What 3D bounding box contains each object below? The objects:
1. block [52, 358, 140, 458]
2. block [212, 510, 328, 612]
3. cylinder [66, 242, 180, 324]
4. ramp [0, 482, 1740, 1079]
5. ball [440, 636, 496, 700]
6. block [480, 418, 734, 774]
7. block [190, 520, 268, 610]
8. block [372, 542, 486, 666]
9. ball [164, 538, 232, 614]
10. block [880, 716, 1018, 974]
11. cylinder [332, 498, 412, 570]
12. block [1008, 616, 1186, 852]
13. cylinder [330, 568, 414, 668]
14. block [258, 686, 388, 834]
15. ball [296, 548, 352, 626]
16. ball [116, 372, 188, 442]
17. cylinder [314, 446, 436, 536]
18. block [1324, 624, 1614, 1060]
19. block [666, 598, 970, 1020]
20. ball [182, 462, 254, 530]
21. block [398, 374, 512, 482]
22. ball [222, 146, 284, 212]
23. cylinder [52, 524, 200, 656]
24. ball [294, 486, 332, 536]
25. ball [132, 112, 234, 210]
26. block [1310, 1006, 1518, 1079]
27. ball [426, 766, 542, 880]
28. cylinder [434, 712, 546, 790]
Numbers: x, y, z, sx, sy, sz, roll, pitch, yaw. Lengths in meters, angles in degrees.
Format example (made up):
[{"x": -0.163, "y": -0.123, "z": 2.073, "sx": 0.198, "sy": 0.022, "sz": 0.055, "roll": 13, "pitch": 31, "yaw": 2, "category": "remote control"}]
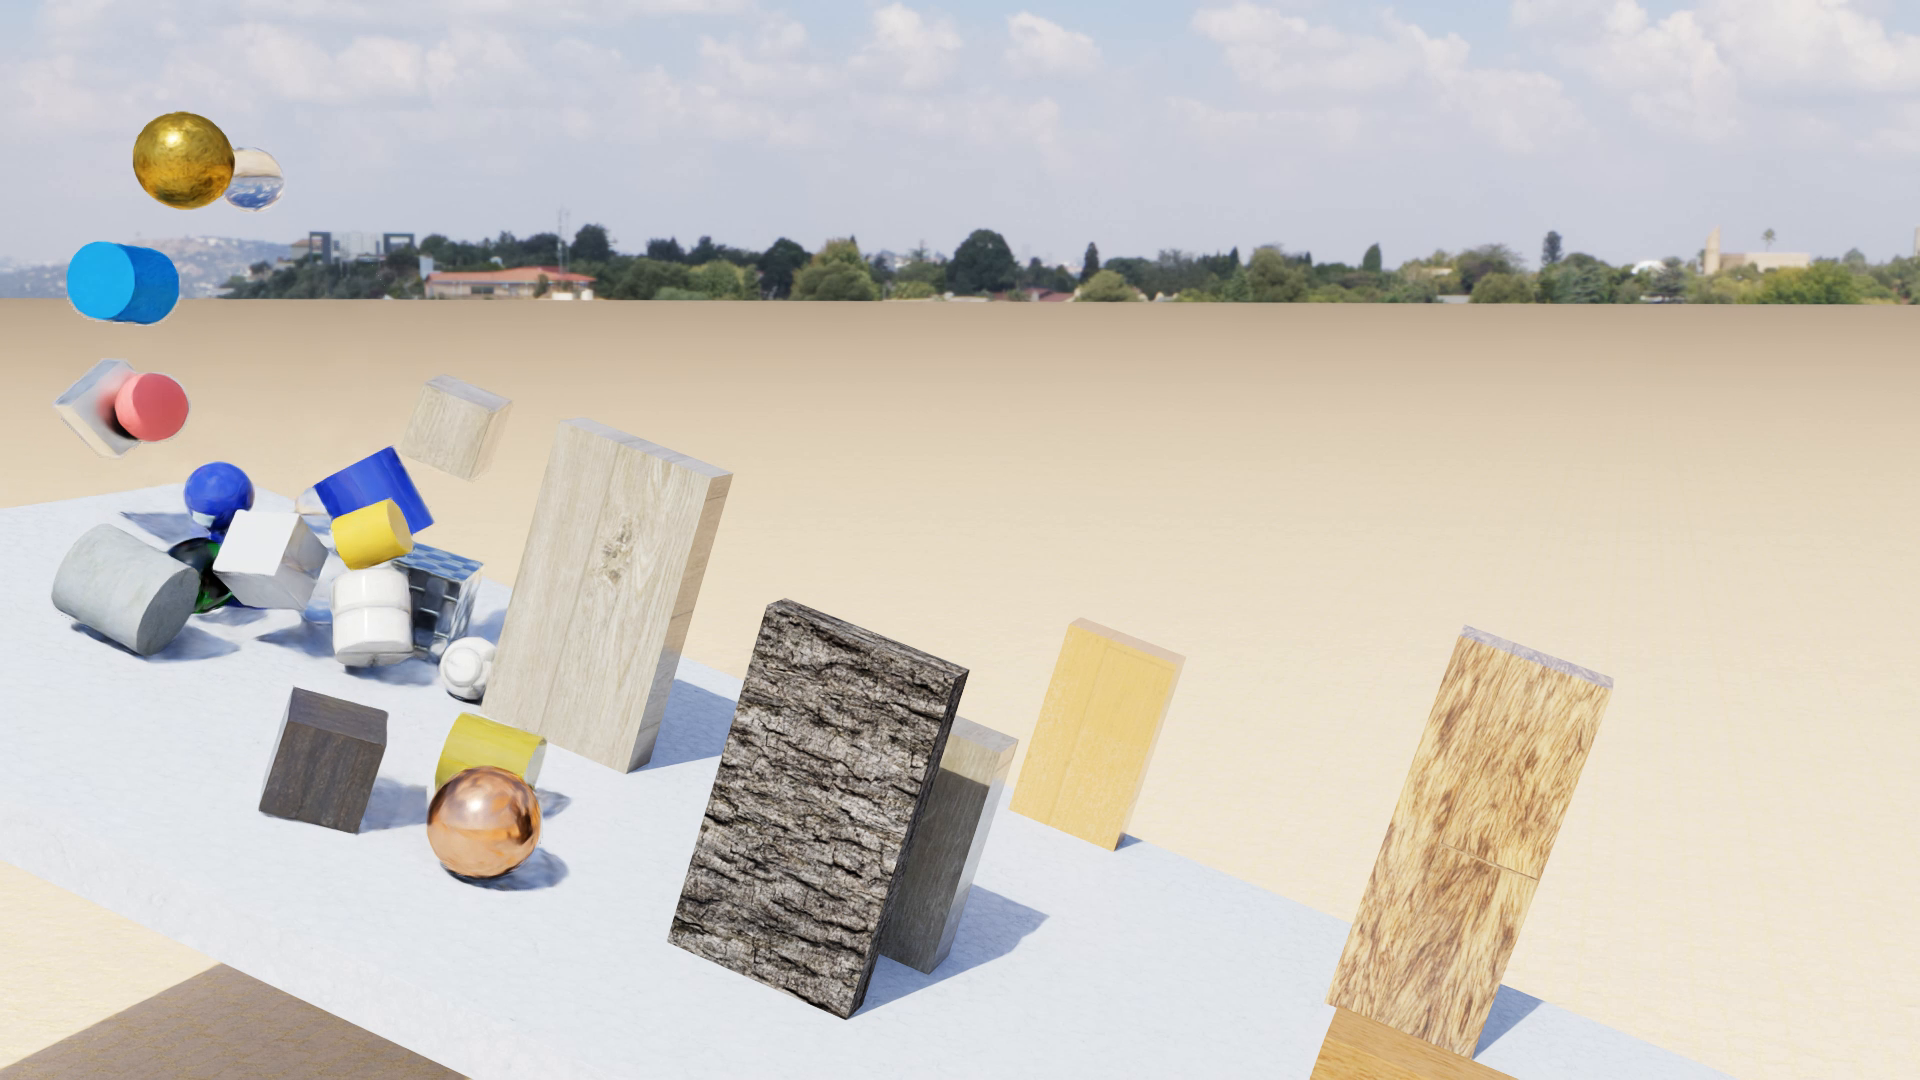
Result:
[{"x": -1.856, "y": -0.289, "z": 4.812, "sx": 0.151, "sy": 0.151, "sz": 0.151, "roll": -48, "pitch": 29, "yaw": -22, "category": "block"}, {"x": -1.395, "y": 0.042, "z": 4.455, "sx": 0.142, "sy": 0.142, "sz": 0.142, "roll": 4, "pitch": -31, "yaw": 15, "category": "block"}, {"x": -1.698, "y": -0.522, "z": 4.465, "sx": 0.155, "sy": 0.155, "sz": 0.155, "roll": 2, "pitch": 3, "yaw": 13, "category": "cylinder"}, {"x": -0.357, "y": 0.674, "z": 4.226, "sx": 4.000, "sy": 0.100, "sz": 2.000, "roll": 20, "pitch": 12, "yaw": 14, "category": "ramp"}, {"x": -1.017, "y": 0.267, "z": 4.577, "sx": 0.130, "sy": 0.130, "sz": 0.130, "roll": 0, "pitch": 7, "yaw": 0, "category": "ball"}, {"x": -0.722, "y": 0.111, "z": 4.471, "sx": 0.345, "sy": 0.638, "sz": 0.113, "roll": 20, "pitch": 12, "yaw": 14, "category": "block"}, {"x": -1.570, "y": 0.045, "z": 4.739, "sx": 0.152, "sy": 0.152, "sz": 0.152, "roll": 9, "pitch": 14, "yaw": -34, "category": "block"}, {"x": -1.178, "y": 0.133, "z": 4.805, "sx": 0.193, "sy": 0.193, "sz": 0.193, "roll": 17, "pitch": 12, "yaw": -1, "category": "block"}, {"x": -1.580, "y": 0.074, "z": 4.558, "sx": 0.159, "sy": 0.159, "sz": 0.159, "roll": 0, "pitch": 7, "yaw": 0, "category": "ball"}, {"x": -0.096, "y": 0.524, "z": 3.980, "sx": 0.266, "sy": 0.434, "sz": 0.120, "roll": 20, "pitch": 12, "yaw": 14, "category": "block"}, {"x": -1.212, "y": -0.009, "z": 4.534, "sx": 0.120, "sy": 0.120, "sz": 0.120, "roll": -20, "pitch": 6, "yaw": 3, "category": "cylinder"}, {"x": 0.307, "y": 0.434, "z": 4.932, "sx": 0.256, "sy": 0.452, "sz": 0.105, "roll": 20, "pitch": 12, "yaw": 14, "category": "block"}, {"x": -1.210, "y": 0.160, "z": 4.525, "sx": 0.158, "sy": 0.158, "sz": 0.158, "roll": -8, "pitch": -21, "yaw": -3, "category": "cylinder"}, {"x": -1.101, "y": 0.381, "z": 3.810, "sx": 0.169, "sy": 0.169, "sz": 0.169, "roll": 18, "pitch": 11, "yaw": -18, "category": "block"}, {"x": -1.362, "y": 0.101, "z": 4.742, "sx": 0.169, "sy": 0.169, "sz": 0.169, "roll": 0, "pitch": 7, "yaw": 0, "category": "ball"}, {"x": -1.733, "y": -0.285, "z": 4.717, "sx": 0.147, "sy": 0.147, "sz": 0.147, "roll": 0, "pitch": 7, "yaw": 0, "category": "ball"}, {"x": -1.246, "y": -0.075, "z": 4.681, "sx": 0.187, "sy": 0.187, "sz": 0.187, "roll": -27, "pitch": 7, "yaw": 4, "category": "cylinder"}, {"x": 1.002, "y": 0.598, "z": 4.346, "sx": 0.302, "sy": 0.795, "sz": 0.139, "roll": 20, "pitch": 12, "yaw": 14, "category": "block"}, {"x": -0.241, "y": 0.448, "z": 3.670, "sx": 0.340, "sy": 0.617, "sz": 0.083, "roll": 20, "pitch": 12, "yaw": 14, "category": "block"}, {"x": -1.568, "y": -0.094, "z": 4.653, "sx": 0.144, "sy": 0.144, "sz": 0.144, "roll": 0, "pitch": 7, "yaw": 0, "category": "ball"}, {"x": -1.077, "y": -0.242, "z": 4.702, "sx": 0.160, "sy": 0.160, "sz": 0.160, "roll": 22, "pitch": 12, "yaw": -2, "category": "block"}, {"x": -1.547, "y": -0.786, "z": 4.792, "sx": 0.142, "sy": 0.142, "sz": 0.142, "roll": 0, "pitch": 7, "yaw": 0, "category": "ball"}, {"x": -1.619, "y": 0.096, "z": 4.275, "sx": 0.192, "sy": 0.192, "sz": 0.192, "roll": 27, "pitch": 11, "yaw": 7, "category": "cylinder"}, {"x": -1.417, "y": -0.064, "z": 4.870, "sx": 0.114, "sy": 0.114, "sz": 0.114, "roll": 0, "pitch": 7, "yaw": 0, "category": "ball"}, {"x": -1.575, "y": -0.769, "z": 4.462, "sx": 0.195, "sy": 0.195, "sz": 0.195, "roll": 0, "pitch": 7, "yaw": 0, "category": "ball"}, {"x": 0.617, "y": 0.939, "z": 3.102, "sx": 0.346, "sy": 0.436, "sz": 0.134, "roll": 20, "pitch": 12, "yaw": 14, "category": "block"}, {"x": -0.810, "y": 0.480, "z": 3.742, "sx": 0.192, "sy": 0.192, "sz": 0.192, "roll": 0, "pitch": 7, "yaw": 0, "category": "ball"}, {"x": -0.865, "y": 0.414, "z": 4.056, "sx": 0.156, "sy": 0.156, "sz": 0.156, "roll": 18, "pitch": 7, "yaw": 1, "category": "cylinder"}]
